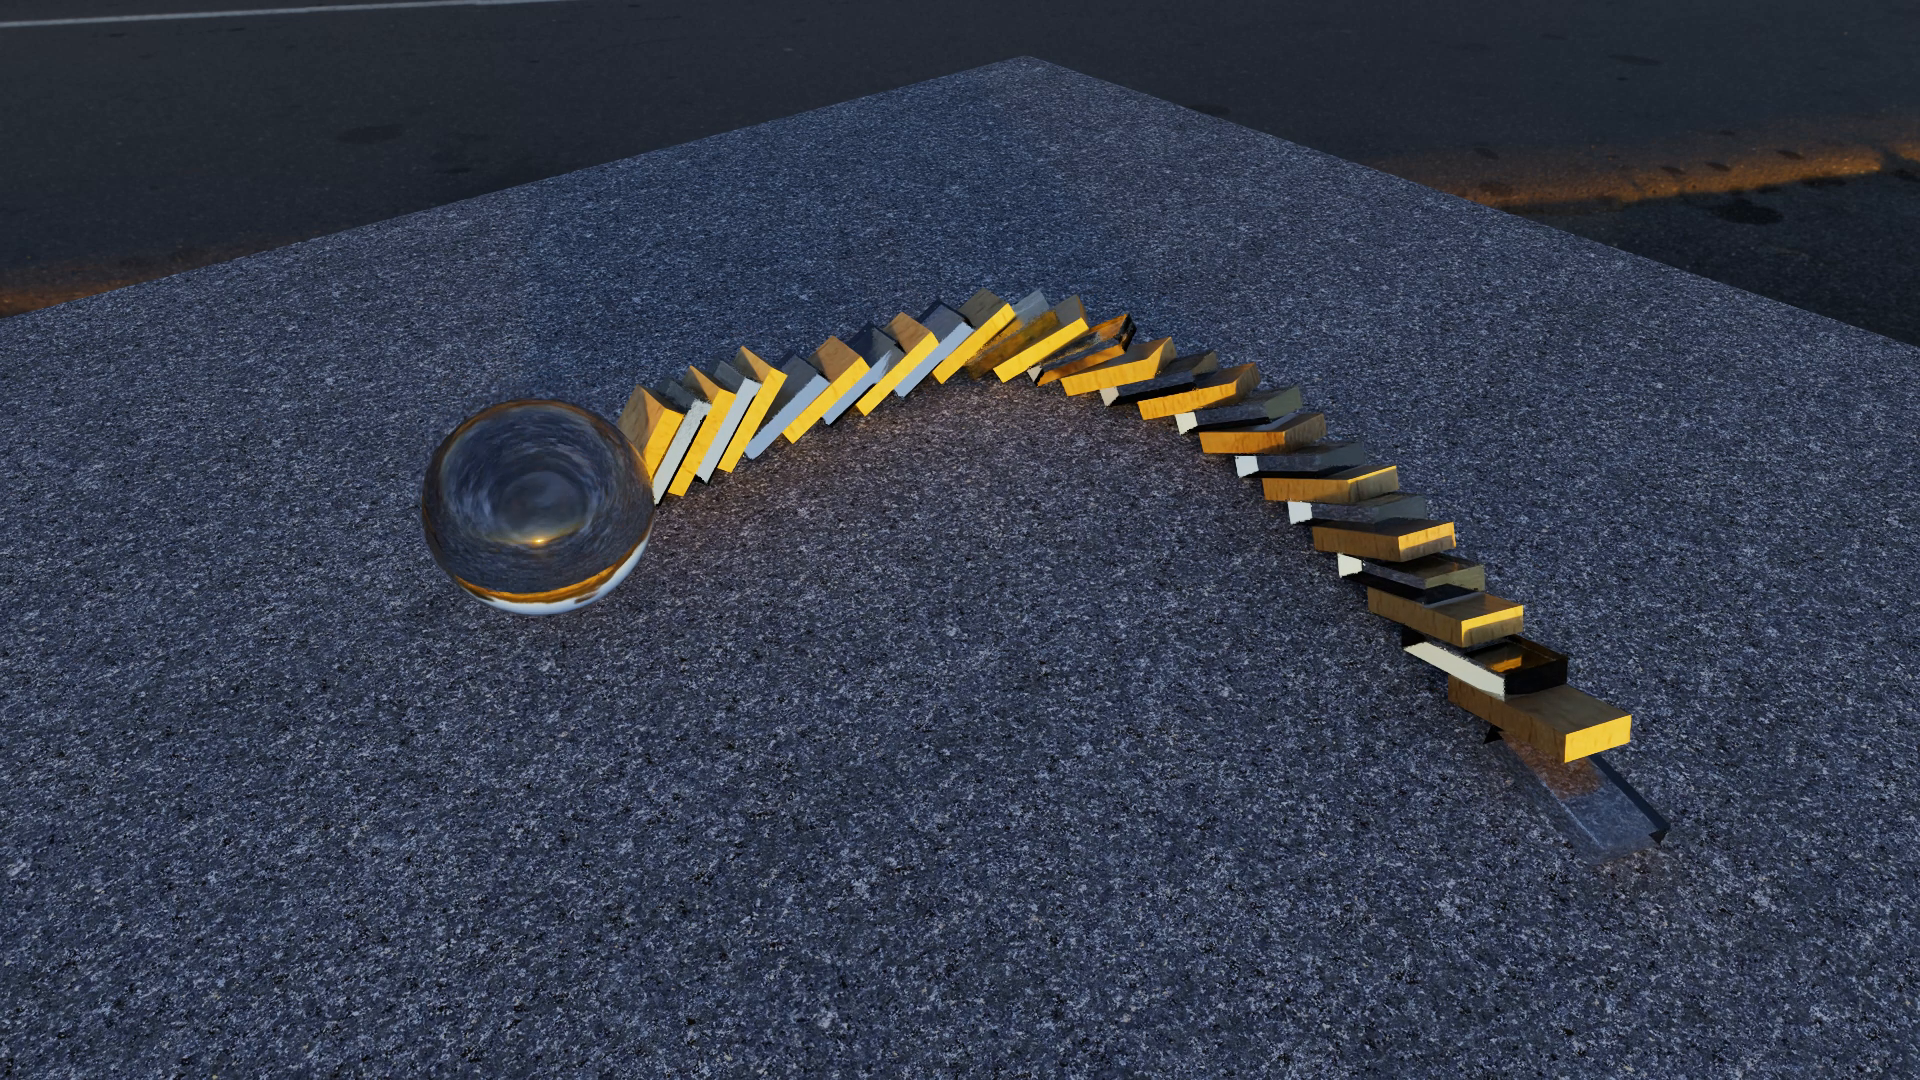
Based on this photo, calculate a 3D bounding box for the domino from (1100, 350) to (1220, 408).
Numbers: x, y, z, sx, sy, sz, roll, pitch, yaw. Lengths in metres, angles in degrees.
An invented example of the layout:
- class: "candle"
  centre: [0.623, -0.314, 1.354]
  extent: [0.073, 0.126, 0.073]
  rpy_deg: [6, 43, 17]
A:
- class: "domino"
  centre: [0.093, -0.075, 0.516]
  extent: [0.050, 0.010, 0.025]
  rpy_deg: [-6, 25, 43]

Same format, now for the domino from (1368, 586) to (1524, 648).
- class: "domino"
  centre: [0.174, 0.025, 0.397]
  extent: [0.025, 0.009, 0.050]
  rpy_deg: [-12, 14, -14]

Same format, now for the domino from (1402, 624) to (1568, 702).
- class: "domino"
  centre: [0.180, 0.039, 0.381]
  extent: [0.025, 0.009, 0.050]
  rpy_deg: [-12, 18, -14]

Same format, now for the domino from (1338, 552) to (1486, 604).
- class: "domino"
  centre: [0.168, 0.011, 0.412]
  extent: [0.025, 0.010, 0.050]
  rpy_deg: [-12, 13, -15]

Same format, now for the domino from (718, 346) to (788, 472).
- class: "domino"
  centre: [-0.099, -0.058, 0.488]
  extent: [0.025, 0.050, 0.010]
  rpy_deg: [38, 10, 37]

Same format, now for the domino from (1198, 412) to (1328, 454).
- class: "domino"
  centre: [0.132, -0.047, 0.482]
  extent: [0.025, 0.009, 0.050]
  rpy_deg: [-24, 16, -27]

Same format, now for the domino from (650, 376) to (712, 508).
- class: "domino"
  centre: [-0.126, -0.042, 0.467]
  extent: [0.025, 0.050, 0.009]
  rpy_deg: [36, 11, 37]

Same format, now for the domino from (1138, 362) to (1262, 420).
- class: "domino"
  centre: [0.110, -0.068, 0.507]
  extent: [0.050, 0.009, 0.025]
  rpy_deg: [-6, 24, 43]

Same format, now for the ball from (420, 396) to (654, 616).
- class: "ball"
  centre: [-0.153, -0.012, 0.403]
  extent: [0.080, 0.080, 0.080]
  rpy_deg: [0, 39, 0]

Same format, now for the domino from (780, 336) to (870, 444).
- class: "domino"
  centre: [-0.068, -0.070, 0.511]
  extent: [0.050, 0.009, 0.025]
  rpy_deg: [-45, 51, -5]

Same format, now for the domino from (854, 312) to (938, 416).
- class: "domino"
  centre: [-0.037, -0.085, 0.529]
  extent: [0.050, 0.009, 0.025]
  rpy_deg: [-45, 51, -6]

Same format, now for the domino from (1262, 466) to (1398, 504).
- class: "domino"
  centre: [0.151, -0.023, 0.451]
  extent: [0.025, 0.009, 0.050]
  rpy_deg: [-16, 10, -23]

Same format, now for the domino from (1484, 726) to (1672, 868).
- class: "domino"
  centre: [0.194, 0.077, 0.349]
  extent: [0.025, 0.009, 0.050]
  rpy_deg: [-12, 41, -14]

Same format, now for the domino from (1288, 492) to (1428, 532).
- class: "domino"
  centre: [0.157, -0.012, 0.438]
  extent: [0.025, 0.009, 0.050]
  rpy_deg: [-14, 9, -19]

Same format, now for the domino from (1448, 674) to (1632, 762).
- class: "domino"
  centre: [0.188, 0.055, 0.360]
  extent: [0.025, 0.010, 0.050]
  rpy_deg: [-12, 18, -15]

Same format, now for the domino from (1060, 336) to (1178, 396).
- class: "domino"
  centre: [0.076, -0.083, 0.526]
  extent: [0.050, 0.010, 0.025]
  rpy_deg: [-6, 28, 43]

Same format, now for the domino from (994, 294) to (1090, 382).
- class: "domino"
  centre: [0.039, -0.100, 0.545]
  extent: [0.050, 0.009, 0.025]
  rpy_deg: [-28, 35, 20]

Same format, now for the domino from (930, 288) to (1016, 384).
- class: "domino"
  centre: [0.001, -0.102, 0.548]
  extent: [0.050, 0.010, 0.025]
  rpy_deg: [-42, 42, -2]

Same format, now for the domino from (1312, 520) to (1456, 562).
- class: "domino"
  centre: [0.163, -0.001, 0.425]
  extent: [0.025, 0.010, 0.050]
  rpy_deg: [-14, 9, -17]

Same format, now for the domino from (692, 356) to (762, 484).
- class: "domino"
  centre: [-0.108, -0.052, 0.480]
  extent: [0.025, 0.050, 0.009]
  rpy_deg: [38, 12, 37]

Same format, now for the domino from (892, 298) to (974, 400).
- class: "domino"
  centre: [-0.019, -0.094, 0.539]
  extent: [0.050, 0.009, 0.025]
  rpy_deg: [-45, 49, -6]

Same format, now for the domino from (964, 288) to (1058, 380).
- class: "domino"
  centre: [0.023, -0.103, 0.547]
  extent: [0.050, 0.009, 0.025]
  rpy_deg: [-33, 34, 13]

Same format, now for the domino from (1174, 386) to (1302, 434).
- class: "domino"
  centre: [0.125, -0.058, 0.494]
  extent: [0.025, 0.010, 0.050]
  rpy_deg: [-26, 15, -34]

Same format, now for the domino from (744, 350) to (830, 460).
- class: "domino"
  centre: [-0.086, -0.062, 0.501]
  extent: [0.050, 0.009, 0.025]
  rpy_deg: [-47, 53, -8]

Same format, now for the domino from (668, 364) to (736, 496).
- class: "domino"
  centre: [-0.118, -0.047, 0.473]
  extent: [0.025, 0.050, 0.009]
  rpy_deg: [38, 12, 37]

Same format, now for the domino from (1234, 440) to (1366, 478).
- class: "domino"
  centre: [0.143, -0.034, 0.465]
  extent: [0.025, 0.010, 0.050]
  rpy_deg: [-17, 11, -23]

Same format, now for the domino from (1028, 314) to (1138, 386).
- class: "domino"
  centre: [0.059, -0.093, 0.536]
  extent: [0.050, 0.009, 0.025]
  rpy_deg: [-16, 28, 34]

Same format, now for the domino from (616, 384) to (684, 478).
- class: "domino"
  centre: [-0.137, -0.037, 0.461]
  extent: [0.025, 0.050, 0.010]
  rpy_deg: [38, 12, 37]

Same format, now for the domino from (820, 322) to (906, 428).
- class: "domino"
  centre: [-0.052, -0.079, 0.520]
  extent: [0.050, 0.009, 0.025]
  rpy_deg: [-45, 51, -6]
